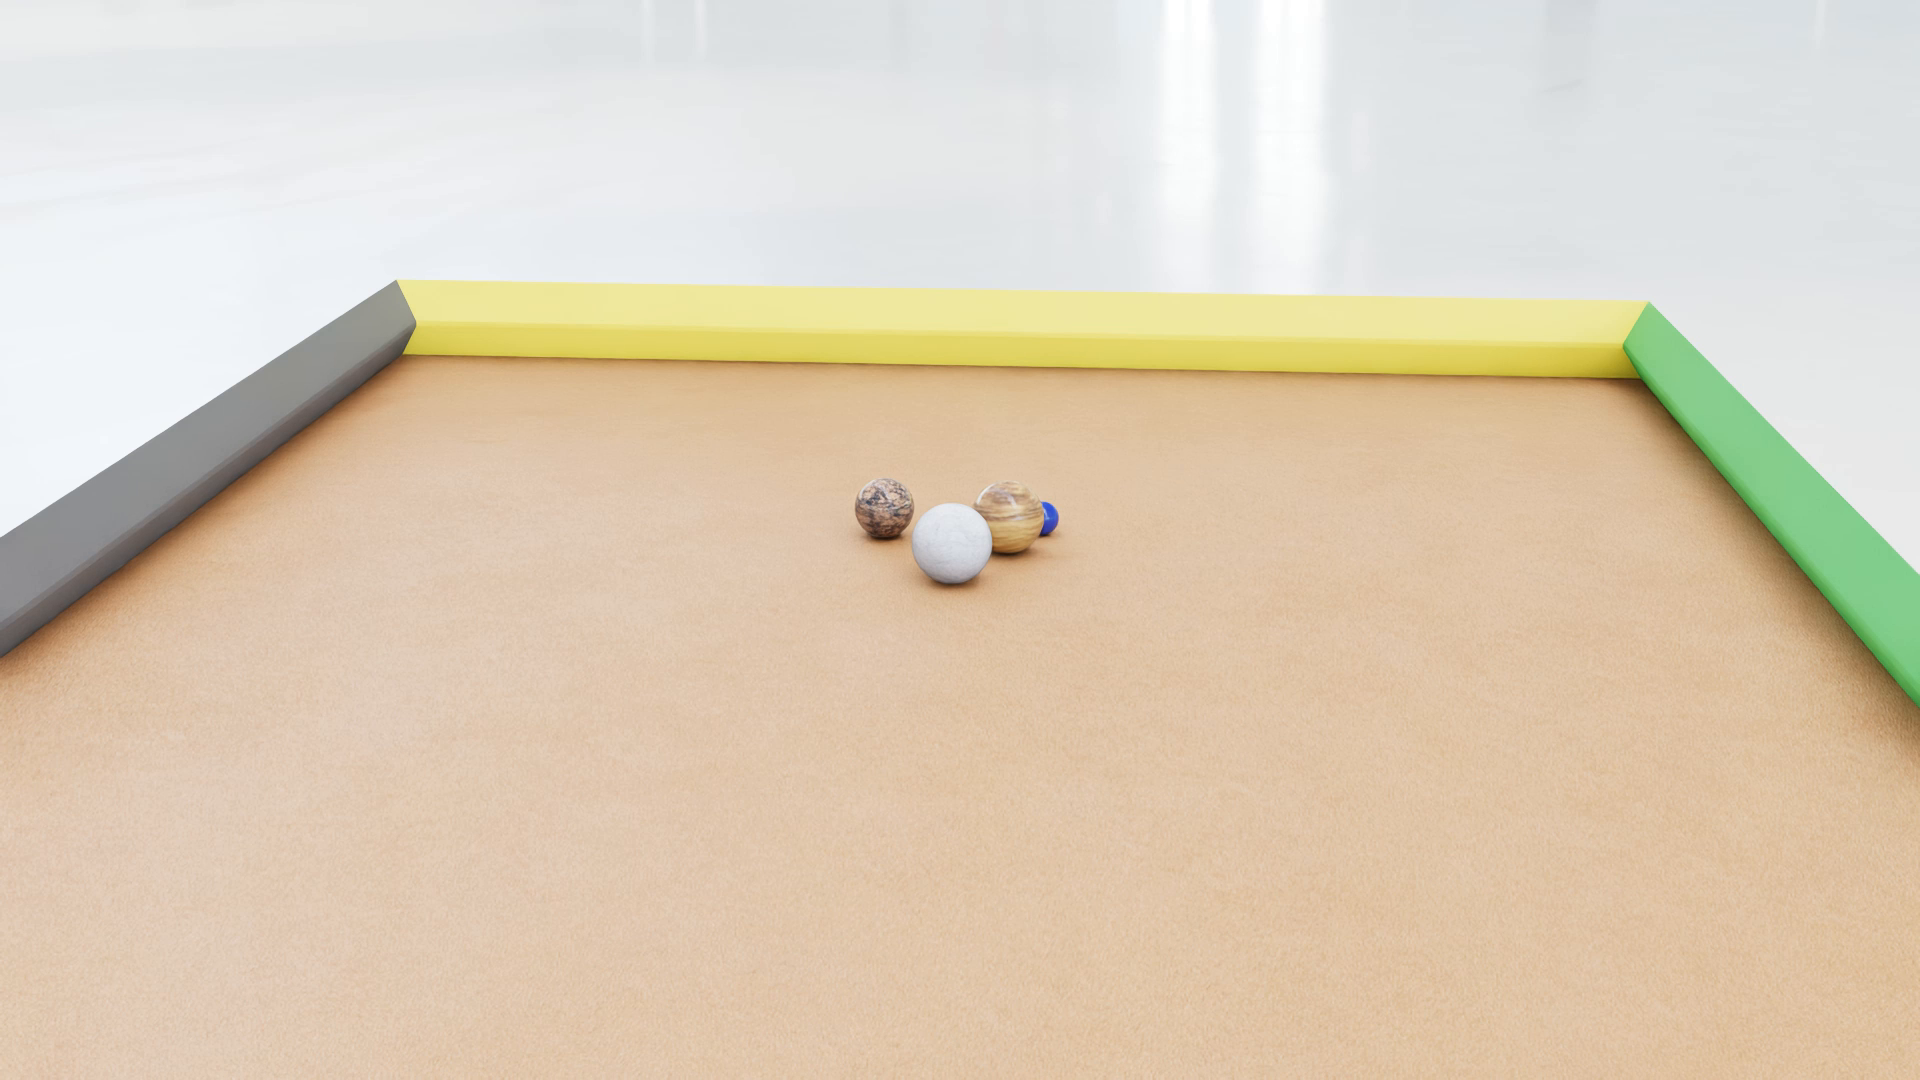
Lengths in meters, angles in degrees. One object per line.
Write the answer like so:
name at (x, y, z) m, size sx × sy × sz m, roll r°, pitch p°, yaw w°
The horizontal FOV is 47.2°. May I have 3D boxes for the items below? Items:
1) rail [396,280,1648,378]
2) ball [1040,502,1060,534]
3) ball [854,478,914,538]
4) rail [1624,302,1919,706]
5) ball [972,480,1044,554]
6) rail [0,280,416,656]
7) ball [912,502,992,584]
rail at (0.079, -0.342, 3.597) m, size 2.056 × 0.126 × 0.045 m, roll 1°, pitch 19°, yaw 4°
ball at (0.105, -0.028, 2.808) m, size 0.043 × 0.043 × 0.043 m, roll 0°, pitch 19°, yaw 0°
ball at (-0.096, -0.041, 2.795) m, size 0.077 × 0.077 × 0.077 m, roll 0°, pitch 19°, yaw 0°
rail at (0.921, 0.327, 1.634) m, size 0.045 × 0.126 × 4.048 m, roll 1°, pitch 19°, yaw 4°
ball at (0.059, -0.029, 2.734) m, size 0.092 × 0.092 × 0.092 m, roll 0°, pitch 19°, yaw 0°
rail at (-1.082, 0.275, 1.785) m, size 0.045 × 0.126 × 4.048 m, roll 1°, pitch 19°, yaw 4°
ball at (-0.010, 0.004, 2.630) m, size 0.097 × 0.097 × 0.097 m, roll 0°, pitch 19°, yaw 0°
